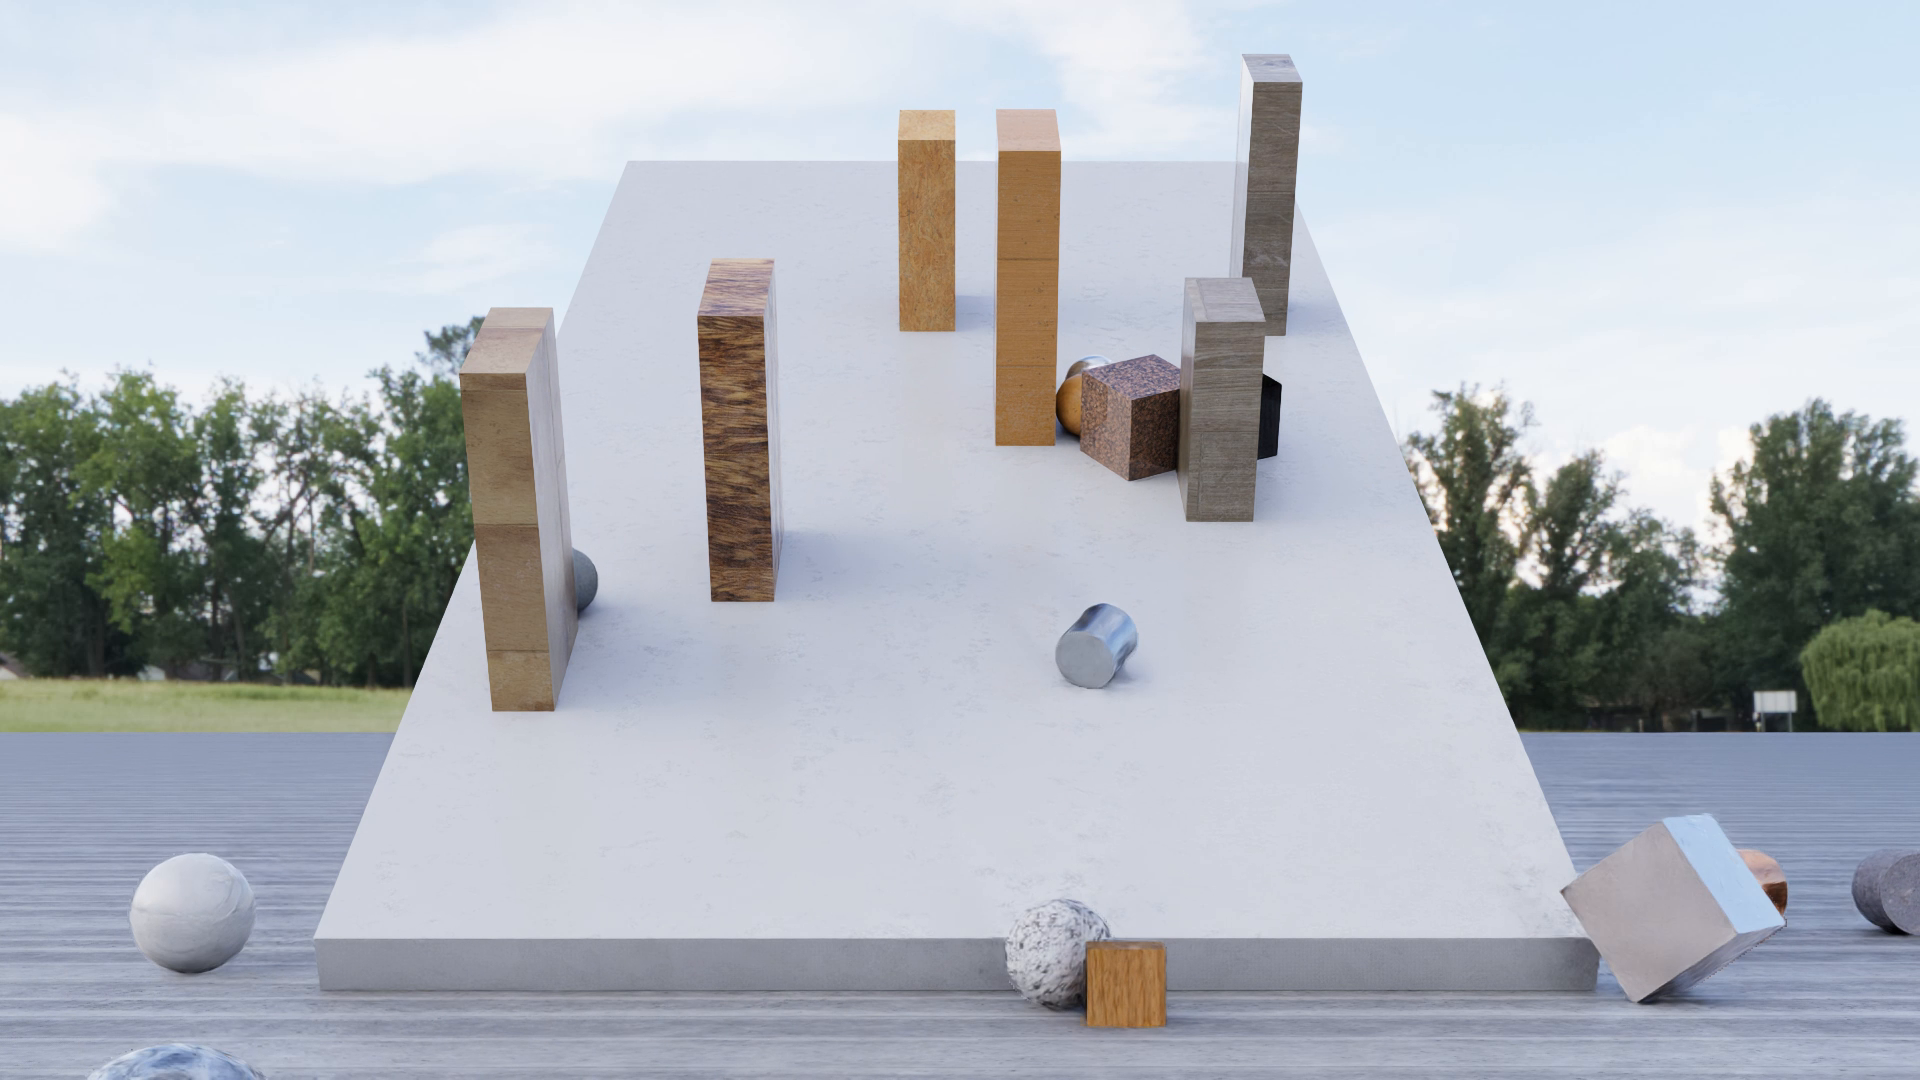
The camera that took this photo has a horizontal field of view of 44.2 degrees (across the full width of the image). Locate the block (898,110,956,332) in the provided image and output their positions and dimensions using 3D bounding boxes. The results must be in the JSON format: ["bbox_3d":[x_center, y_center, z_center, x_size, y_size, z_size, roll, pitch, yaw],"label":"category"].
[{"bbox_3d":[-0.082,-0.808,5.970,0.141,0.498,0.261,0,26,0],"label":"block"}]

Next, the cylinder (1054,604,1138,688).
[{"bbox_3d":[0.253,0.196,4.378,0.118,0.118,0.118,-3,22,29],"label":"cylinder"}]

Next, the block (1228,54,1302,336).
[{"bbox_3d":[0.760,-0.862,5.913,0.119,0.650,0.259,0,26,0],"label":"block"}]

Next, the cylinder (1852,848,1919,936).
[{"bbox_3d":[1.907,0.708,4.757,0.163,0.163,0.163,0,-5,1],"label":"cylinder"}]

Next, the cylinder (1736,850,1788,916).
[{"bbox_3d":[1.542,0.706,4.743,0.165,0.165,0.165,4,-6,-38],"label":"cylinder"}]

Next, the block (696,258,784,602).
[{"bbox_3d":[-0.428,-0.218,4.666,0.124,0.601,0.317,0,26,0],"label":"block"}]

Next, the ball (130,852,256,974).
[{"bbox_3d":[-1.286,0.626,3.965,0.201,0.201,0.201,0,-5,0],"label":"ball"}]

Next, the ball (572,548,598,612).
[{"bbox_3d":[-0.771,0.081,4.586,0.135,0.135,0.135,0,-5,0],"label":"ball"}]

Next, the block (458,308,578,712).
[{"bbox_3d":[-0.790,-0.055,4.269,0.112,0.660,0.312,0,26,0],"label":"block"}]

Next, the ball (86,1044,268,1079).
[{"bbox_3d":[-0.570,0.457,1.706,0.183,0.183,0.183,0,-5,0],"label":"ball"}]

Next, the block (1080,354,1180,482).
[{"bbox_3d":[0.403,-0.273,5.238,0.194,0.194,0.194,-15,30,-27],"label":"block"}]

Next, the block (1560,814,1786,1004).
[{"bbox_3d":[1.084,0.558,3.593,0.199,0.199,0.199,-43,-28,28],"label":"block"}]

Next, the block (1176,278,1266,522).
[{"bbox_3d":[0.548,-0.298,5.000,0.141,0.451,0.259,0,26,0],"label":"block"}]

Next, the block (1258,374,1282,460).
[{"bbox_3d":[0.594,-0.282,5.283,0.172,0.172,0.172,-13,29,-25],"label":"block"}]

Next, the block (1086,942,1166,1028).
[{"bbox_3d":[0.231,0.622,3.309,0.107,0.107,0.107,0,-5,2],"label":"block"}]

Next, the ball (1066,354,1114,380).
[{"bbox_3d":[0.311,-0.364,5.487,0.135,0.135,0.135,0,-5,0],"label":"ball"}]

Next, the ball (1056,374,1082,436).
[{"bbox_3d":[0.286,-0.307,5.363,0.143,0.143,0.143,0,-5,0],"label":"ball"}]

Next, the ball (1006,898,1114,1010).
[{"bbox_3d":[0.146,0.602,3.440,0.160,0.160,0.160,0,-5,0],"label":"ball"}]

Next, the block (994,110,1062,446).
[{"bbox_3d":[0.147,-0.590,5.321,0.134,0.688,0.315,0,26,0],"label":"block"}]

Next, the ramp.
[{"bbox_3d":[-0.010,-0.228,5.476,2.000,0.100,4.000,0,26,0],"label":"ramp"}]
